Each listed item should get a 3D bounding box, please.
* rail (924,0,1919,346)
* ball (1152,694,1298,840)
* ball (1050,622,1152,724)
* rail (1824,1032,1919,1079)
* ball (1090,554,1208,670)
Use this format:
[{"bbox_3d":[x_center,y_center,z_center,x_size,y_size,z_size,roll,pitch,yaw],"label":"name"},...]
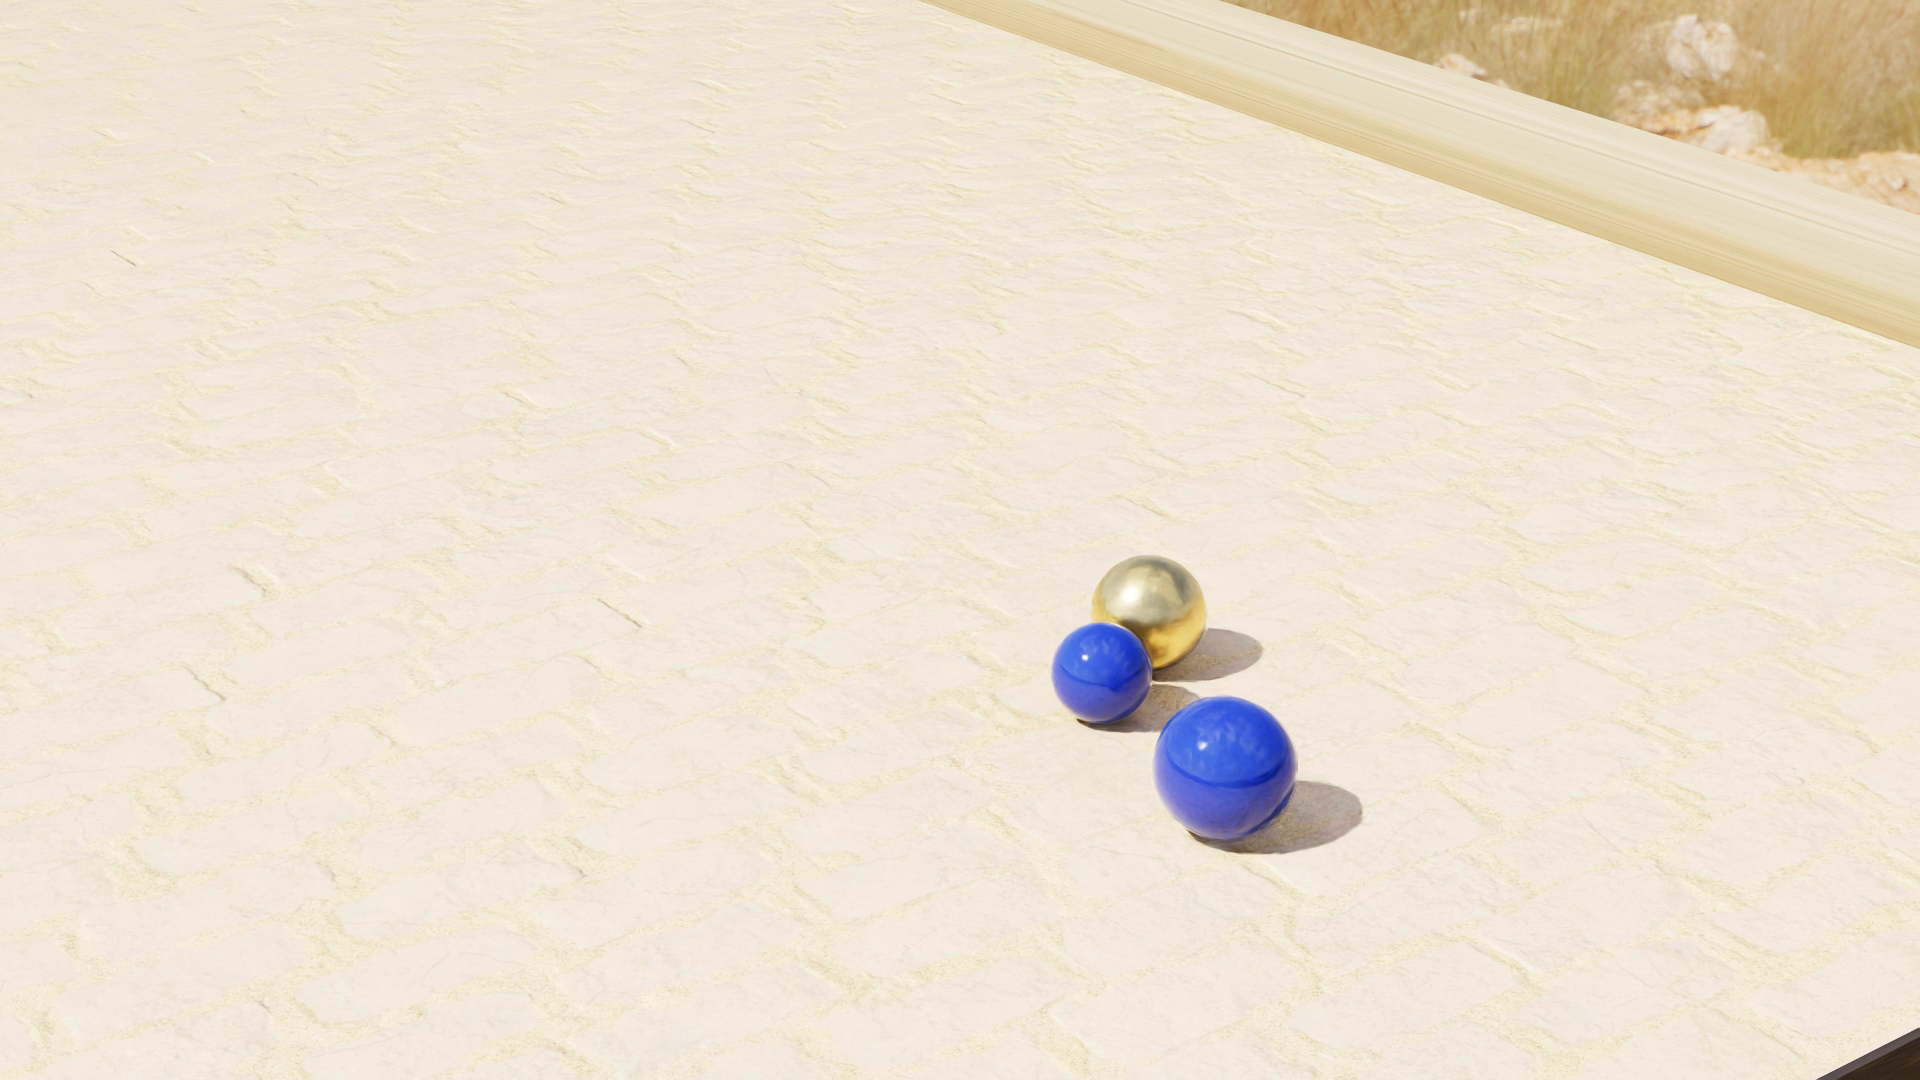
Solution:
[{"bbox_3d":[0.287,-0.557,3.391,0.045,0.120,3.626,-16,29,-32],"label":"rail"},{"bbox_3d":[0.168,0.144,1.868,0.092,0.092,0.092,0,24,0],"label":"ball"},{"bbox_3d":[0.097,0.091,2.015,0.070,0.070,0.070,0,24,0],"label":"ball"},{"bbox_3d":[0.511,0.278,1.534,2.039,0.120,0.045,-16,29,-32],"label":"rail"},{"bbox_3d":[0.134,0.052,2.086,0.083,0.083,0.083,0,24,0],"label":"ball"}]
